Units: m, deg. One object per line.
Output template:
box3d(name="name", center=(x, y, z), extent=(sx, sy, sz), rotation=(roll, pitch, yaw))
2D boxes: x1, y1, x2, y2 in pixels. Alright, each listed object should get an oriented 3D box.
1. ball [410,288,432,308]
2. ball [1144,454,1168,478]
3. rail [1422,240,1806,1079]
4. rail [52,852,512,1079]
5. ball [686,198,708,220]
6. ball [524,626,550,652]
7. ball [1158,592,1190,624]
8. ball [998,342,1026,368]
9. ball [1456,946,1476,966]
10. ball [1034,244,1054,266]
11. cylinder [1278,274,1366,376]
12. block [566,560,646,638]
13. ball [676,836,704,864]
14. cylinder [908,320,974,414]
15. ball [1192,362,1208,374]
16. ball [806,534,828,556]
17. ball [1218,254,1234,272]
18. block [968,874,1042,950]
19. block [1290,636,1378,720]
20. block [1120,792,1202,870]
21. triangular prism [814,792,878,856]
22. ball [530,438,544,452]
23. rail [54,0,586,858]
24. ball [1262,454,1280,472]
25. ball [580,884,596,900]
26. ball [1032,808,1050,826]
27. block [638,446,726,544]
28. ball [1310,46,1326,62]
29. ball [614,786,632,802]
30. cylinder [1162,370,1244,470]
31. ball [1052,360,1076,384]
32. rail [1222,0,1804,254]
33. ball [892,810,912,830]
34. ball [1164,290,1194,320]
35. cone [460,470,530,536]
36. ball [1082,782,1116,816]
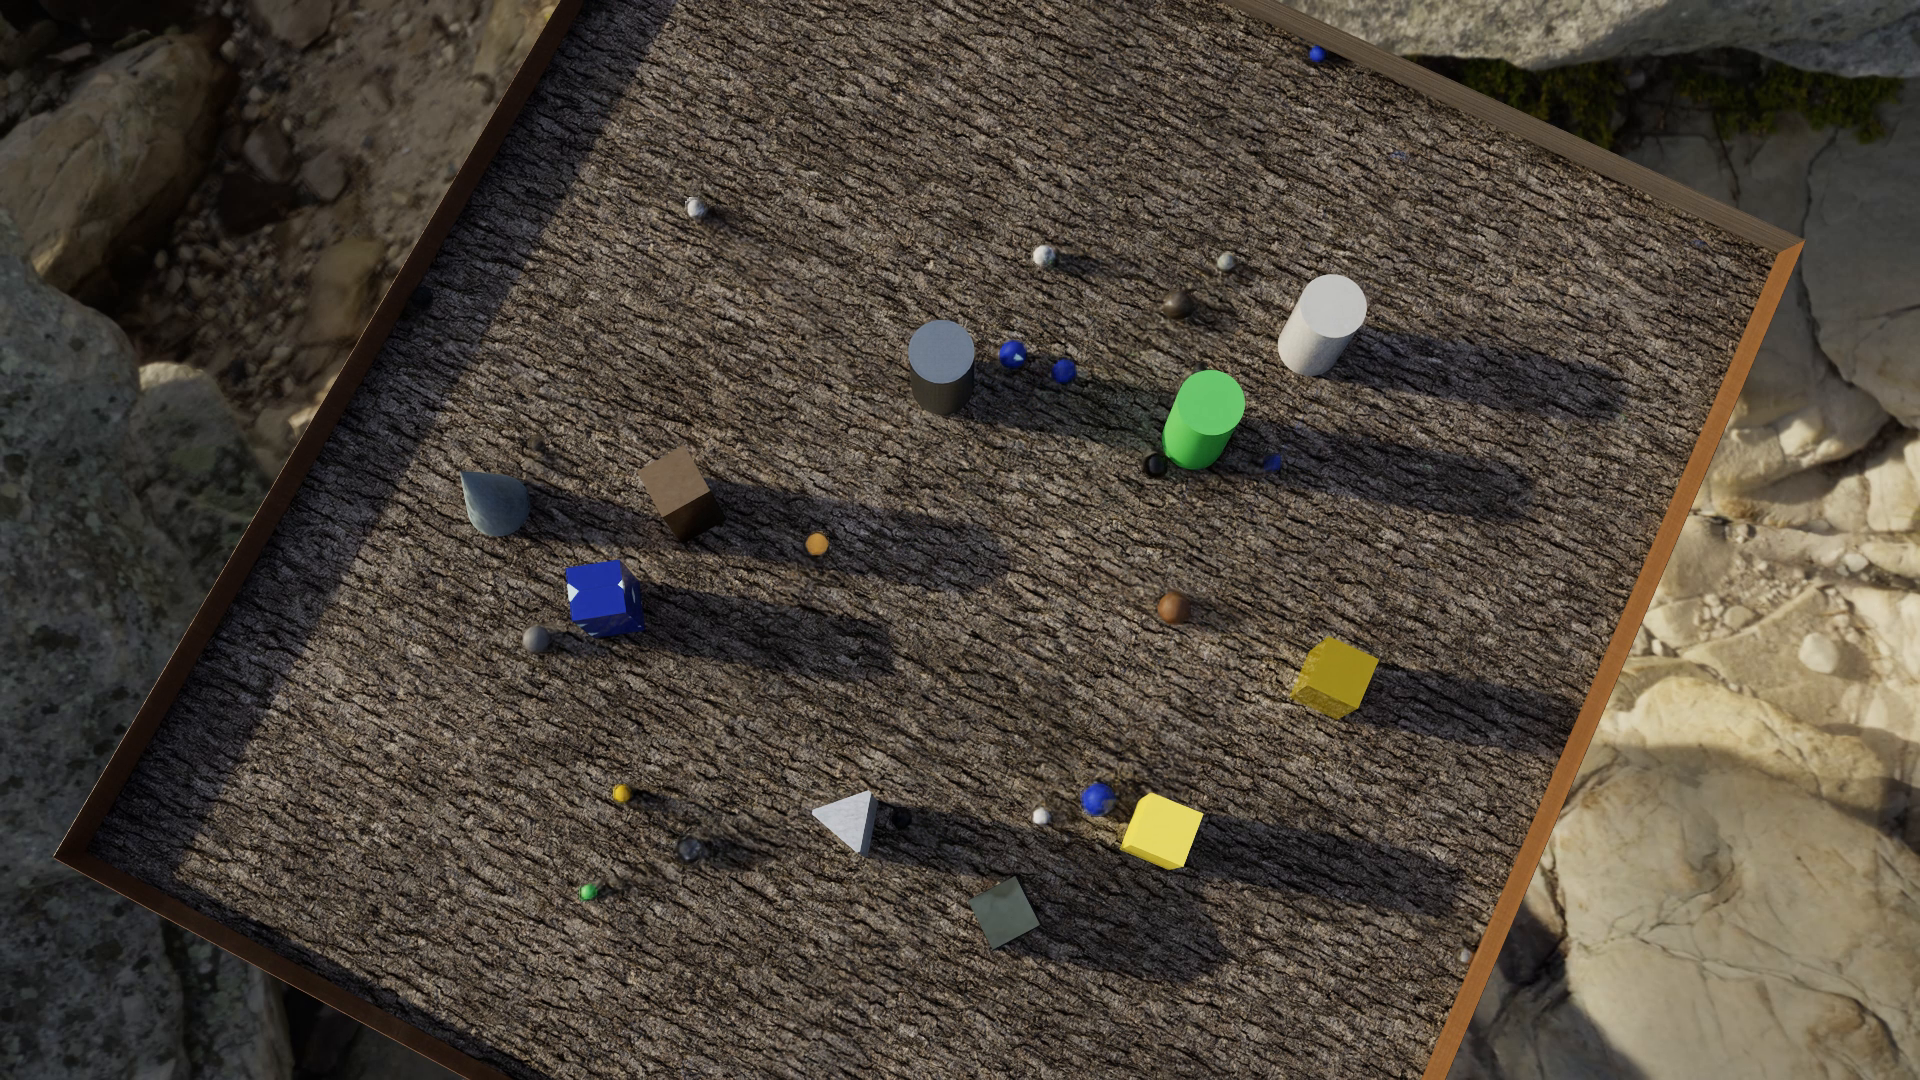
box3d(name="ball", center=(-1.688, -0.757, 5.742), extent=(0.061, 0.061, 0.061), rotation=(0, 78, 0))
box3d(name="ball", center=(0.600, -0.227, 5.624), extent=(0.077, 0.077, 0.077), rotation=(0, 78, 0))
box3d(name="rail", center=(1.700, 0.839, 5.377), extent=(0.045, 0.127, 4.035), rotation=(26, 80, 5))
box3d(name="rail", center=(-0.892, 1.753, 5.188), extent=(3.849, 0.127, 0.045), rotation=(26, 80, 5))
box3d(name="ball", center=(-0.832, -1.047, 5.800), extent=(0.064, 0.064, 0.064), rotation=(0, 78, 0))
box3d(name="ball", center=(-1.273, 0.298, 5.514), extent=(0.081, 0.081, 0.081), rotation=(0, 78, 0))
box3d(name="ball", center=(0.645, 0.206, 5.524), extent=(0.098, 0.098, 0.098), rotation=(0, 78, 0))
box3d(name="ball", center=(0.163, -0.574, 5.692), extent=(0.085, 0.085, 0.085), rotation=(0, 78, 0))
box3d(name="ball", center=(1.474, 1.211, 5.336), extent=(0.058, 0.058, 0.058), rotation=(0, 78, 0))
box3d(name="ball", center=(0.265, -0.895, 5.767), extent=(0.068, 0.068, 0.068), rotation=(0, 78, 0))
box3d(name="cylinder", center=(1.093, -0.646, 5.554), extent=(0.195, 0.385, 0.195), rotation=(0, 78, 0))
box3d(name="block", center=(-1.044, 0.177, 5.410), extent=(0.156, 0.332, 0.156), rotation=(-9, 78, -2))
box3d(name="ball", center=(-0.794, 0.910, 5.386), extent=(0.082, 0.082, 0.082), rotation=(0, 78, 0))
box3d(name="cylinder", center=(-0.055, -0.519, 5.549), extent=(0.195, 0.343, 0.195), rotation=(0, 78, 0))
box3d(name="ball", center=(0.747, -0.528, 5.701), extent=(0.049, 0.049, 0.049), rotation=(0, 78, 0))
box3d(name="ball", center=(-0.435, 0.014, 5.579), extent=(0.068, 0.068, 0.068), rotation=(0, 78, 0))
box3d(name="ball", center=(0.837, -0.874, 5.770), extent=(0.053, 0.053, 0.053), rotation=(0, 78, 0))
box3d(name="block", center=(0.127, 1.072, 5.268), extent=(0.156, 0.248, 0.156), rotation=(-27, 80, -5))
box3d(name="block", center=(1.095, 0.408, 5.380), extent=(0.156, 0.299, 0.156), rotation=(25, 79, 5))
box3d(name="block", center=(0.575, 0.839, 5.261), extent=(0.156, 0.357, 0.156), rotation=(22, 79, 4))
box3d(name="triangular prism", center=(-0.294, 0.788, 5.235), extent=(0.169, 0.427, 0.147), rotation=(40, 81, 8))
box3d(name="ball", center=(-1.306, -0.295, 5.656), extent=(0.041, 0.041, 0.041), rotation=(0, 78, 0))
box3d(name="rail", center=(-1.700, -0.826, 5.722), extent=(0.045, 0.127, 4.035), rotation=(26, 80, 5))
box3d(name="ball", center=(0.958, -0.237, 5.638), extent=(0.053, 0.053, 0.053), rotation=(0, 78, 0))
box3d(name="ball", center=(-1.090, 1.033, 5.379), extent=(0.047, 0.047, 0.047), rotation=(0, 78, 0))
box3d(name="ball", center=(0.242, 0.819, 5.421), extent=(0.052, 0.052, 0.052), rotation=(0, 78, 0))
box3d(name="block", center=(-0.822, -0.130, 5.447), extent=(0.156, 0.385, 0.156), rotation=(-30, 80, -6))
box3d(name="ball", center=(1.154, -1.568, 5.914), extent=(0.053, 0.053, 0.053), rotation=(0, 78, 0))
box3d(name="ball", center=(-0.999, 0.754, 5.434), extent=(0.051, 0.051, 0.051), rotation=(0, 78, 0))
box3d(name="cylinder", center=(0.723, -0.354, 5.478), extent=(0.195, 0.414, 0.195), rotation=(0, 78, 0))
box3d(name="ball", center=(0.321, -0.520, 5.686), extent=(0.075, 0.075, 0.075), rotation=(0, 78, 0))
box3d(name="rail", center=(0.892, -1.740, 5.911), extent=(3.849, 0.127, 0.045), rotation=(26, 80, 5))
box3d(name="ball", center=(-0.173, 0.825, 5.416), extent=(0.058, 0.058, 0.058), rotation=(0, 78, 0))
box3d(name="ball", center=(0.682, -0.732, 5.721), extent=(0.093, 0.093, 0.093), rotation=(0, 78, 0))
box3d(name="cone", center=(-1.419, -0.152, 5.418), extent=(0.195, 0.451, 0.195), rotation=(0, 78, 0))
box3d(name="ball", center=(0.412, 0.765, 5.409), extent=(0.097, 0.097, 0.097), rotation=(0, 78, 0))
